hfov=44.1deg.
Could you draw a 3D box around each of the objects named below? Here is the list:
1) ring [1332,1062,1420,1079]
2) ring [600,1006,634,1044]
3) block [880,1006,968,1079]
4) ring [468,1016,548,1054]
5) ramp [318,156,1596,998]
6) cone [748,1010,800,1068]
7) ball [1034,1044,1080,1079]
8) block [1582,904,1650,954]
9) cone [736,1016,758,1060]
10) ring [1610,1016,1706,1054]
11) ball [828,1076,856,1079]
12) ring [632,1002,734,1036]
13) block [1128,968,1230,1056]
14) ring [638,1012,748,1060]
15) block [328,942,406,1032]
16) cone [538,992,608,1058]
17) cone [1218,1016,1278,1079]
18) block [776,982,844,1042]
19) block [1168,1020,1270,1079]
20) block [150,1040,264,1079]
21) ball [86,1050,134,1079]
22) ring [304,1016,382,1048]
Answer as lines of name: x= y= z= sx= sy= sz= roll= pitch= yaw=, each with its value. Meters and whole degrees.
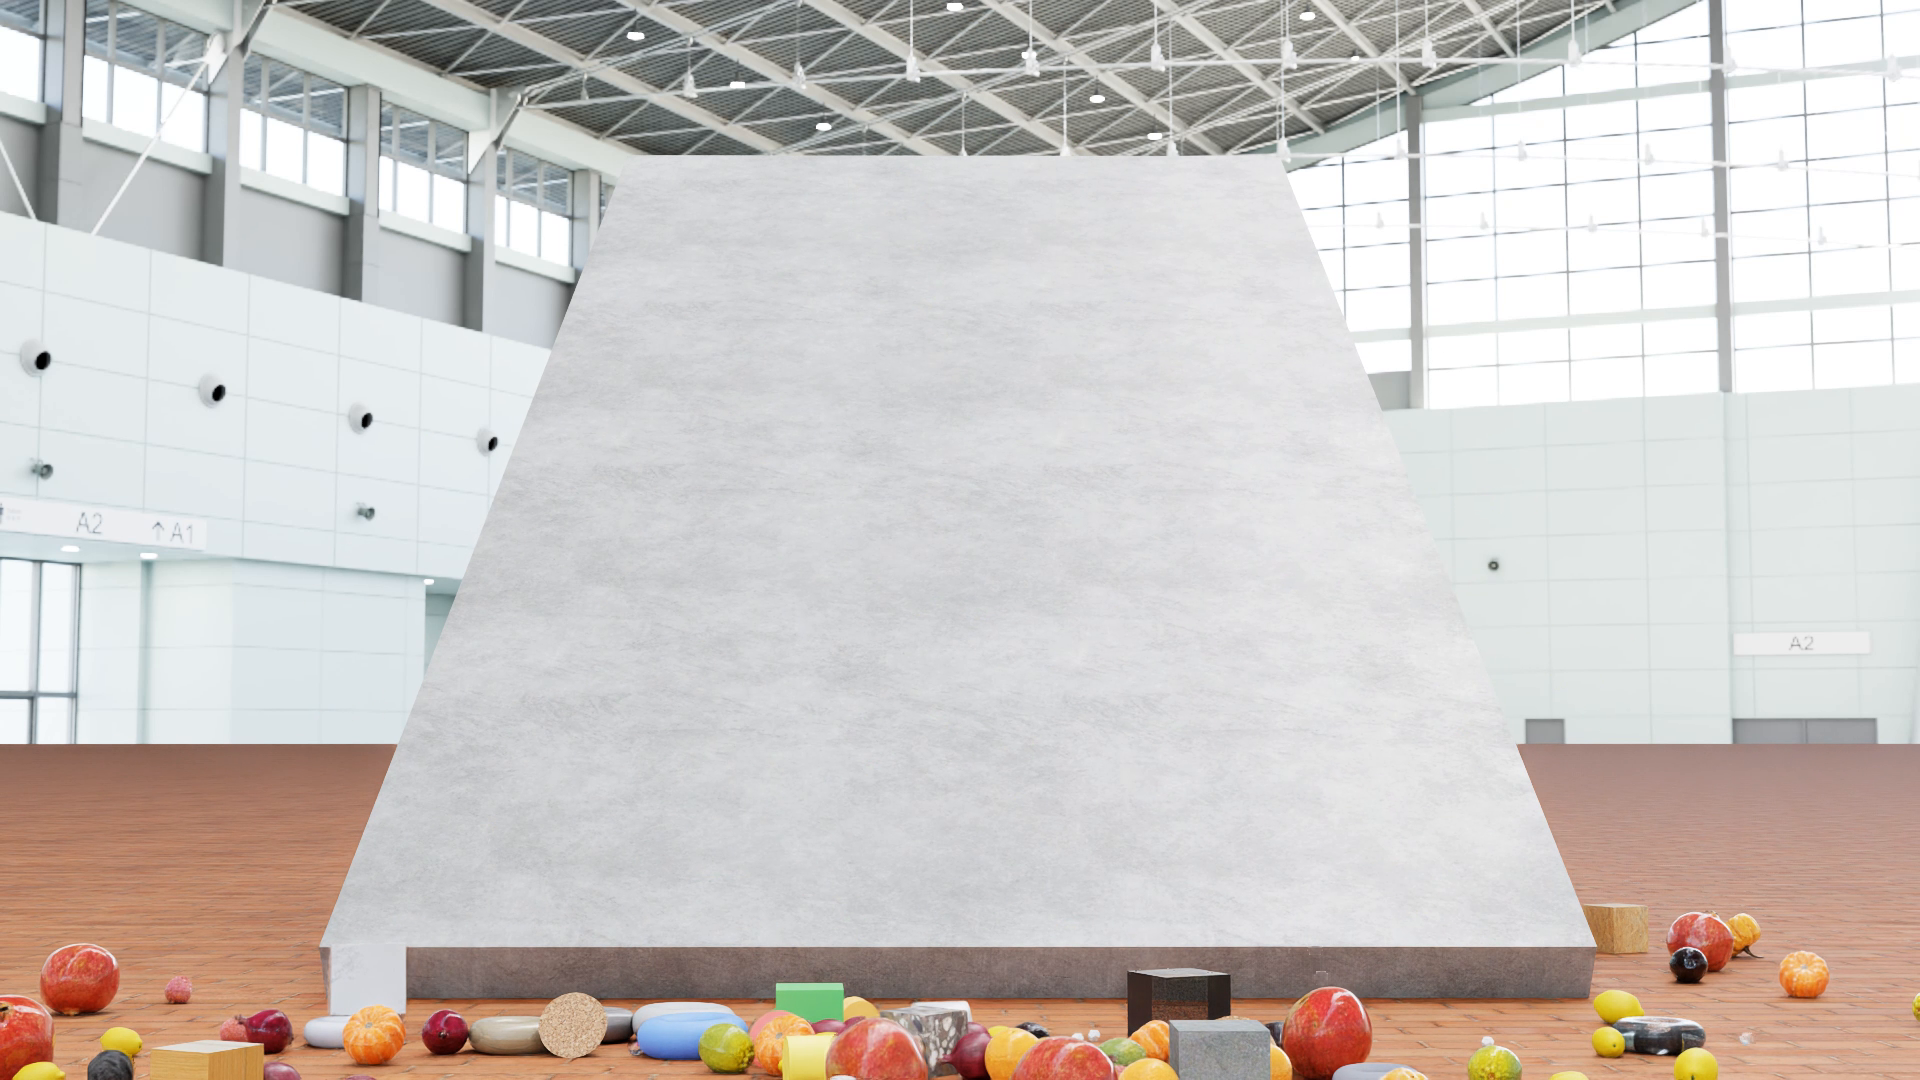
ring: x=0.478 y=0.623 z=2.721 sx=0.103 sy=0.034 sz=0.103 roll=-1 pitch=-4 yaw=0
ring: x=-0.504 y=0.662 z=3.235 sx=0.126 sy=0.042 sz=0.126 roll=0 pitch=-6 yaw=0
block: x=-0.045 y=0.618 z=2.921 sx=0.076 sy=0.076 sz=0.076 roll=-4 pitch=-6 yaw=40
ring: x=-0.586 y=0.653 z=3.127 sx=0.123 sy=0.041 sz=0.123 roll=1 pitch=-5 yaw=0
ramp: x=-0.011 y=-0.226 z=5.515 sx=2.000 sy=0.100 sz=4.000 roll=0 pitch=27 yaw=0
cone: x=-0.217 y=0.646 z=3.001 sx=0.077 sy=0.077 sz=0.077 roll=-3 pitch=-32 yaw=28
ball: x=0.113 y=0.616 z=2.768 sx=0.055 sy=0.055 sz=0.055 roll=0 pitch=-5 yaw=0
block: x=1.271 y=0.752 z=4.595 sx=0.087 sy=0.087 sz=0.087 roll=2 pitch=-5 yaw=-26
cone: x=-0.265 y=0.642 z=3.071 sx=0.052 sy=0.052 sz=0.052 roll=0 pitch=-5 yaw=0
ring: x=0.920 y=0.654 z=3.127 sx=0.122 sy=0.041 sz=0.122 roll=1 pitch=-6 yaw=0
ball: x=-0.123 y=0.592 z=2.491 sx=0.057 sy=0.057 sz=0.057 roll=0 pitch=-5 yaw=0
ring: x=-0.375 y=0.658 z=3.228 sx=0.144 sy=0.048 sz=0.144 roll=1 pitch=-5 yaw=0
block: x=0.291 y=0.626 z=3.153 sx=0.099 sy=0.099 sz=0.099 roll=2 pitch=-5 yaw=-27
ring: x=-0.348 y=0.646 z=3.092 sx=0.145 sy=0.048 sz=0.145 roll=-1 pitch=-4 yaw=0
block: x=-0.824 y=0.623 z=3.293 sx=0.099 sy=0.099 sz=0.099 roll=1 pitch=-26 yaw=-17
cone: x=-0.503 y=0.653 z=3.116 sx=0.088 sy=0.088 sz=0.088 roll=0 pitch=-31 yaw=-1
cone: x=0.320 y=0.624 z=2.792 sx=0.097 sy=0.097 sz=0.097 roll=0 pitch=-31 yaw=-1
block: x=-0.197 y=0.627 z=3.094 sx=0.087 sy=0.087 sz=0.087 roll=0 pitch=-5 yaw=-4
block: x=0.282 y=0.579 z=2.585 sx=0.098 sy=0.098 sz=0.098 roll=0 pitch=-5 yaw=-1
block: x=-0.806 y=0.583 z=2.537 sx=0.082 sy=0.082 sz=0.082 roll=-2 pitch=-5 yaw=26
ball: x=-0.981 y=0.615 z=2.738 sx=0.052 sy=0.052 sz=0.052 roll=0 pitch=-5 yaw=0
ring: x=-0.829 y=0.661 z=3.187 sx=0.104 sy=0.035 sz=0.104 roll=1 pitch=-5 yaw=0
